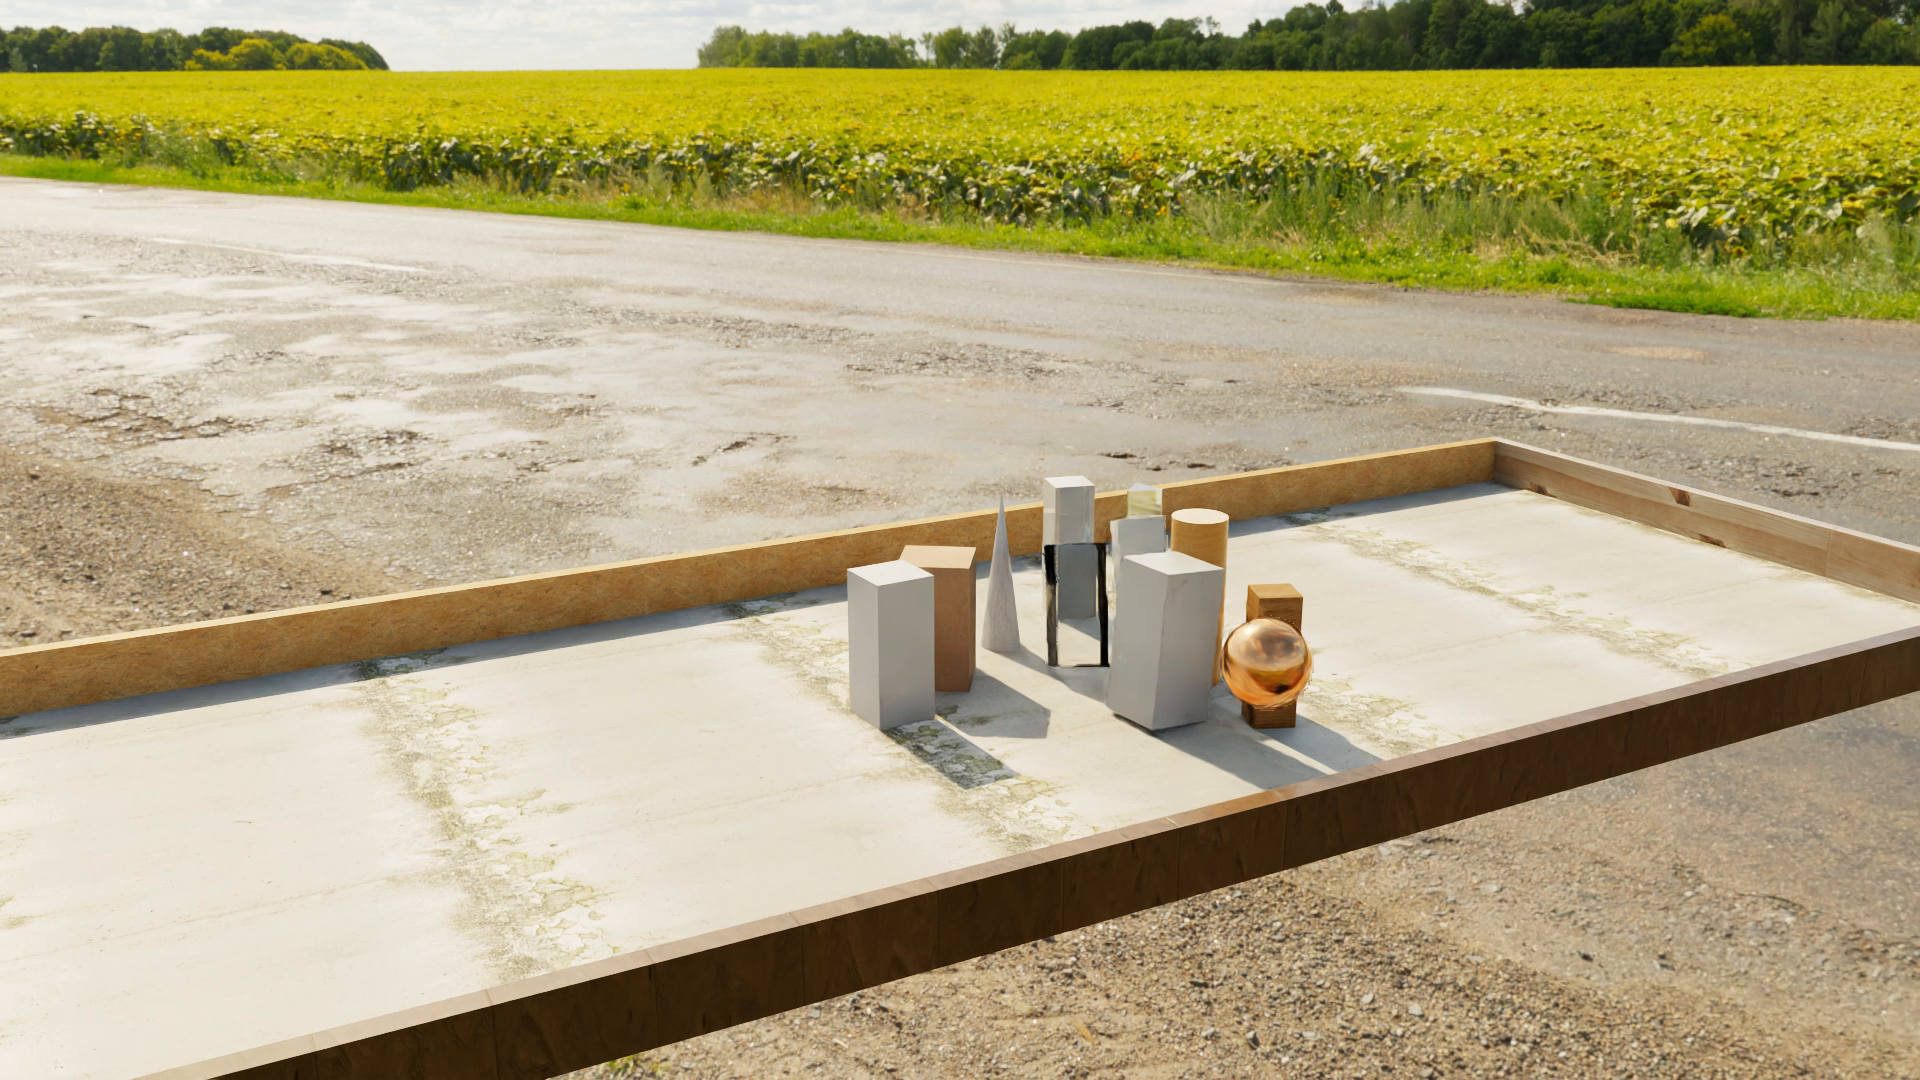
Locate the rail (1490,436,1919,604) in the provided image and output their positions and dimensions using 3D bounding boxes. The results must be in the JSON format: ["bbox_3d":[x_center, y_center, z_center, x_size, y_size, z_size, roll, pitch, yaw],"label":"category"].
[{"bbox_3d":[2.466,-0.048,5.253,0.050,0.150,2.100,-9,18,-27],"label":"rail"}]

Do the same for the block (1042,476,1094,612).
[{"bbox_3d":[0.301,0.022,4.605,0.112,0.381,0.112,-4,17,-13],"label":"block"}]

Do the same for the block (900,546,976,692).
[{"bbox_3d":[-0.057,0.195,4.123,0.179,0.321,0.179,2,16,6],"label":"block"}]

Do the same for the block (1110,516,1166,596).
[{"bbox_3d":[0.452,0.151,4.088,0.114,0.405,0.114,-4,-1,-4],"label":"block"}]

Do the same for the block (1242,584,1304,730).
[{"bbox_3d":[0.729,0.272,3.860,0.102,0.322,0.102,-2,16,-6],"label":"block"}]

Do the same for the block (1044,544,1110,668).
[{"bbox_3d":[0.296,0.166,4.192,0.127,0.309,0.127,-1,-2,-11],"label":"block"}]

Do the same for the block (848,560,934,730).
[{"bbox_3d":[-0.162,0.246,3.890,0.149,0.355,0.149,-10,19,-30],"label":"block"}]

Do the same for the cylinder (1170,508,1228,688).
[{"bbox_3d":[0.589,0.146,4.102,0.139,0.426,0.139,0,16,0],"label":"cylinder"}]

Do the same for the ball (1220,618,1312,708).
[{"bbox_3d":[0.633,0.254,3.412,0.187,0.187,0.187,0,16,0],"label":"ball"}]

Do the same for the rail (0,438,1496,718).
[{"bbox_3d":[-3.305,0.497,3.399,12.000,0.150,0.050,-9,18,-27],"label":"rail"}]

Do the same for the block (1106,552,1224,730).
[{"bbox_3d":[0.480,0.233,3.877,0.171,0.372,0.171,-4,16,-33],"label":"block"}]

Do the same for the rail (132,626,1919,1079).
[{"bbox_3d":[-2.336,1.006,1.665,12.000,0.150,0.050,-9,18,-27],"label":"rail"}]

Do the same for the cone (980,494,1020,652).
[{"bbox_3d":[0.108,0.074,4.342,0.107,0.428,0.107,0,16,0],"label":"cone"}]

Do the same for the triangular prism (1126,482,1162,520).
[{"bbox_3d":[0.468,0.072,4.331,0.093,0.440,0.080,-3,17,-10],"label":"triangular prism"}]
